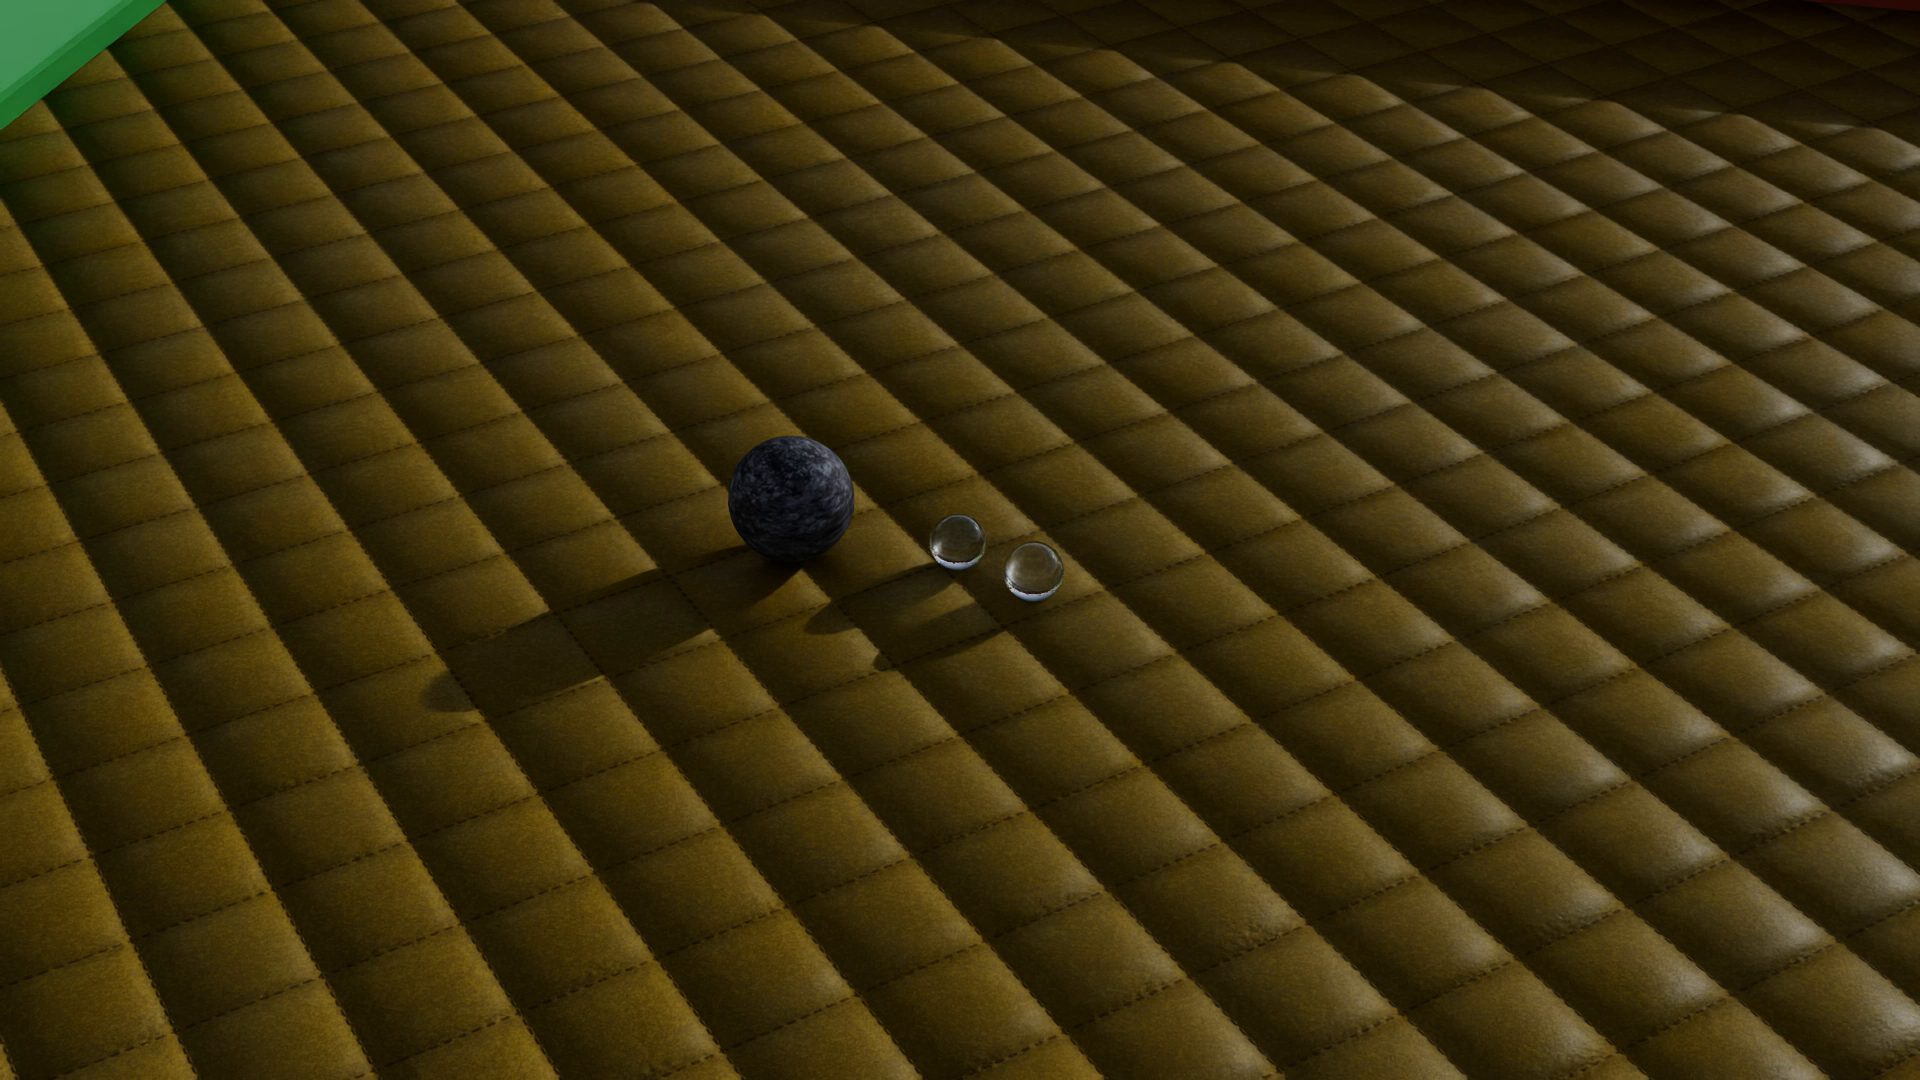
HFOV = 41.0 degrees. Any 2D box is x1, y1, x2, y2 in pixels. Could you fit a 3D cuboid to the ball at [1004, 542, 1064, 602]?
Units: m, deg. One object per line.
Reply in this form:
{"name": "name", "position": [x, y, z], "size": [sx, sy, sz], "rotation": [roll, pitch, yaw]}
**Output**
{"name": "ball", "position": [0.052, 0.022, 1.829], "size": [0.043, 0.043, 0.043], "rotation": [0, 35, 0]}

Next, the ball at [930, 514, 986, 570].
{"name": "ball", "position": [-0.001, 0.001, 1.861], "size": [0.042, 0.042, 0.042], "rotation": [0, 35, 0]}

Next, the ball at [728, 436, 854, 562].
{"name": "ball", "position": [-0.122, -0.030, 1.862], "size": [0.092, 0.092, 0.092], "rotation": [0, 35, 0]}

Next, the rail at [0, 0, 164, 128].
{"name": "rail", "position": [-1.022, -0.171, 2.041], "size": [0.045, 0.119, 2.486], "rotation": [8, 35, 12]}

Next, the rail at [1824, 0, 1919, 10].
{"name": "rail", "position": [1.342, -0.549, 2.587], "size": [4.311, 0.119, 0.045], "rotation": [8, 35, 12]}
